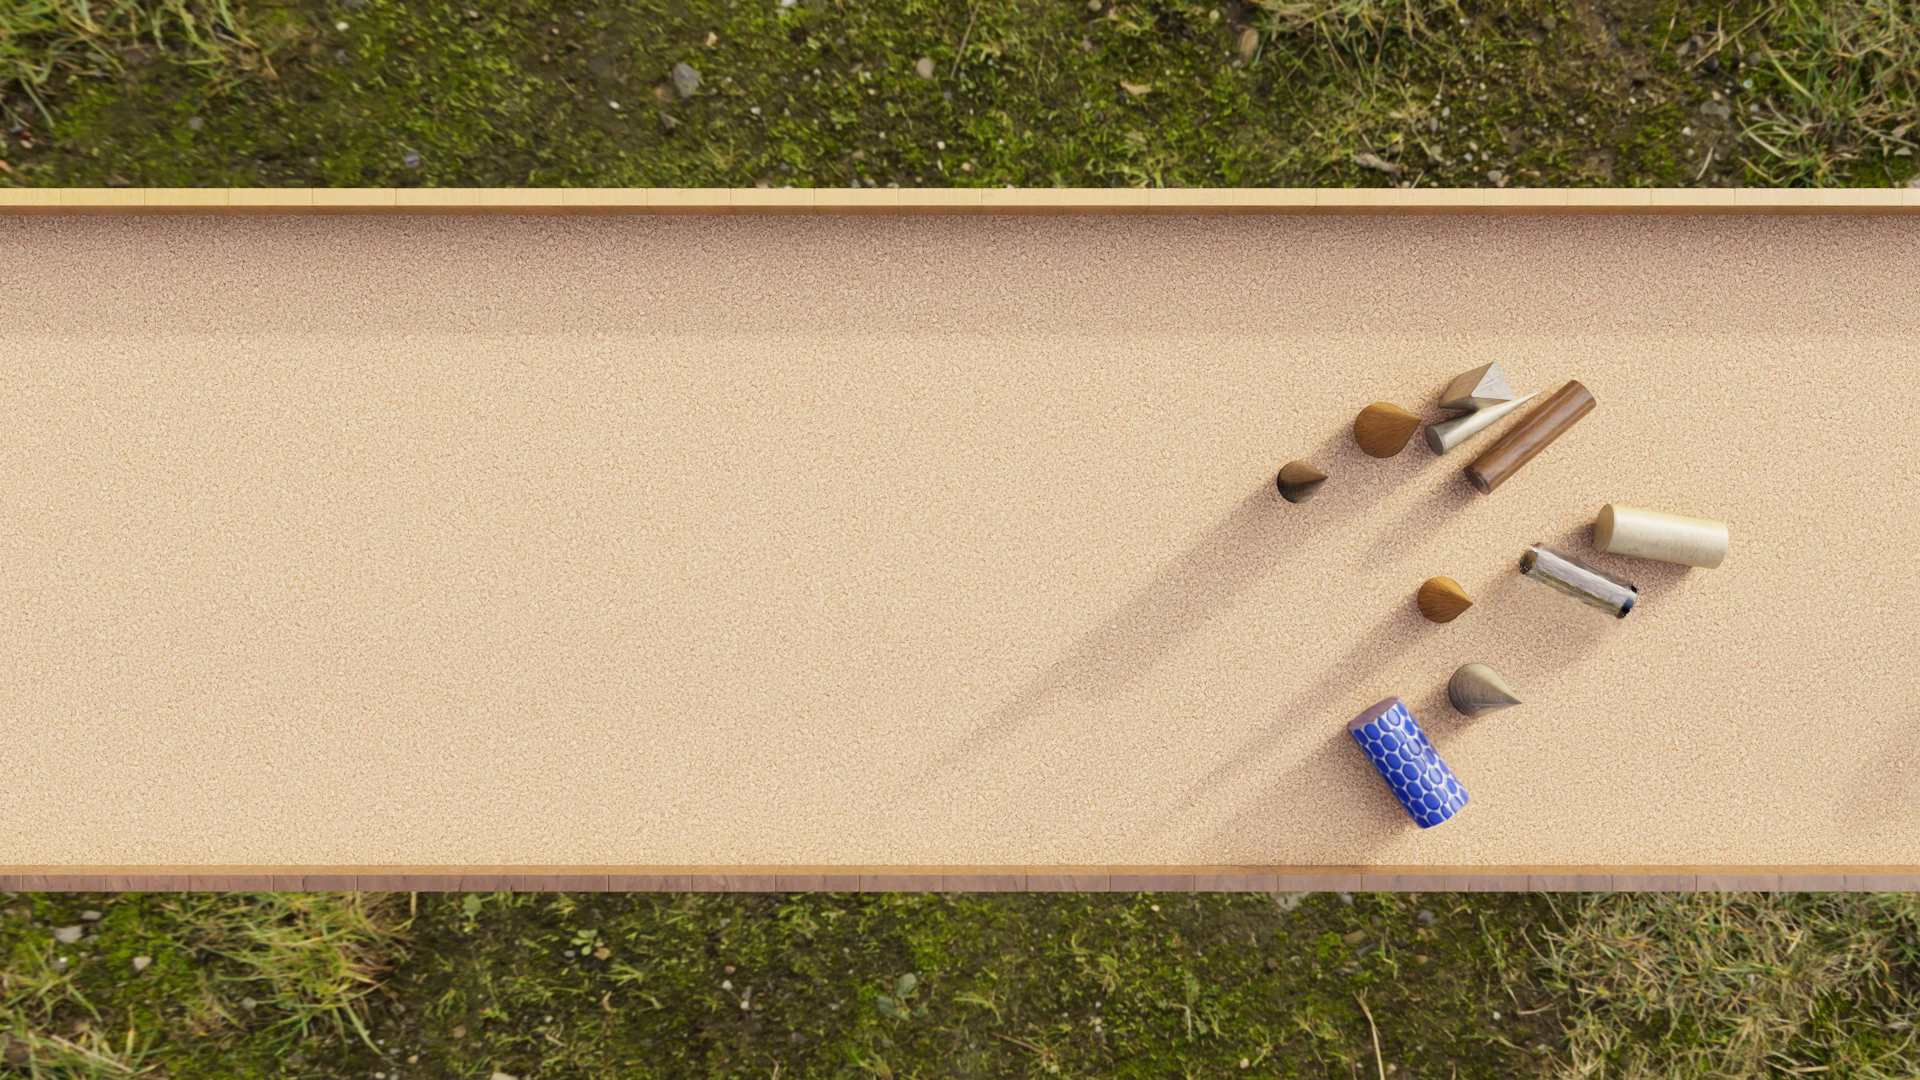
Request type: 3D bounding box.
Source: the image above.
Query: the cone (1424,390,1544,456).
[{"bbox_3d":[1.625,-0.383,5.052,0.399,0.100,0.100,-24,90,-7],"label":"cone"}]

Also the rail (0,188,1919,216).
[{"bbox_3d":[-2.247,-1.025,5.002,12.000,0.150,0.050,0,90,0],"label":"rail"}]

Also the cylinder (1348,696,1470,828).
[{"bbox_3d":[1.357,0.670,4.987,0.179,0.179,0.365,-36,90,0],"label":"cylinder"}]

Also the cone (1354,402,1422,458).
[{"bbox_3d":[1.299,-0.338,4.856,0.173,0.442,0.173,0,90,0],"label":"cone"}]

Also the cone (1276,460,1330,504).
[{"bbox_3d":[1.042,-0.178,4.864,0.134,0.426,0.134,0,90,0],"label":"cone"}]

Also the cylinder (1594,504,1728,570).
[{"bbox_3d":[2.124,-0.011,5.003,0.346,0.147,0.147,9,90,0],"label":"cylinder"}]

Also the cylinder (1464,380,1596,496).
[{"bbox_3d":[1.734,-0.312,5.021,0.422,0.111,0.111,-39,90,0],"label":"cylinder"}]

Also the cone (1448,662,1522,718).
[{"bbox_3d":[1.587,0.461,4.863,0.169,0.426,0.169,0,90,0],"label":"cone"}]

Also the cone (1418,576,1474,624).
[{"bbox_3d":[1.481,0.184,4.914,0.145,0.325,0.145,0,90,0],"label":"cone"}]

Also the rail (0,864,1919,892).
[{"bbox_3d":[-2.247,1.025,5.001,12.000,0.150,0.050,0,90,0],"label":"rail"}]

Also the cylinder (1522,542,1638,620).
[{"bbox_3d":[1.884,0.123,5.021,0.321,0.110,0.110,25,90,0],"label":"cylinder"}]

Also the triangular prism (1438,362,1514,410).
[{"bbox_3d":[1.531,-0.459,4.897,0.121,0.357,0.105,5,90,1],"label":"triangular prism"}]
